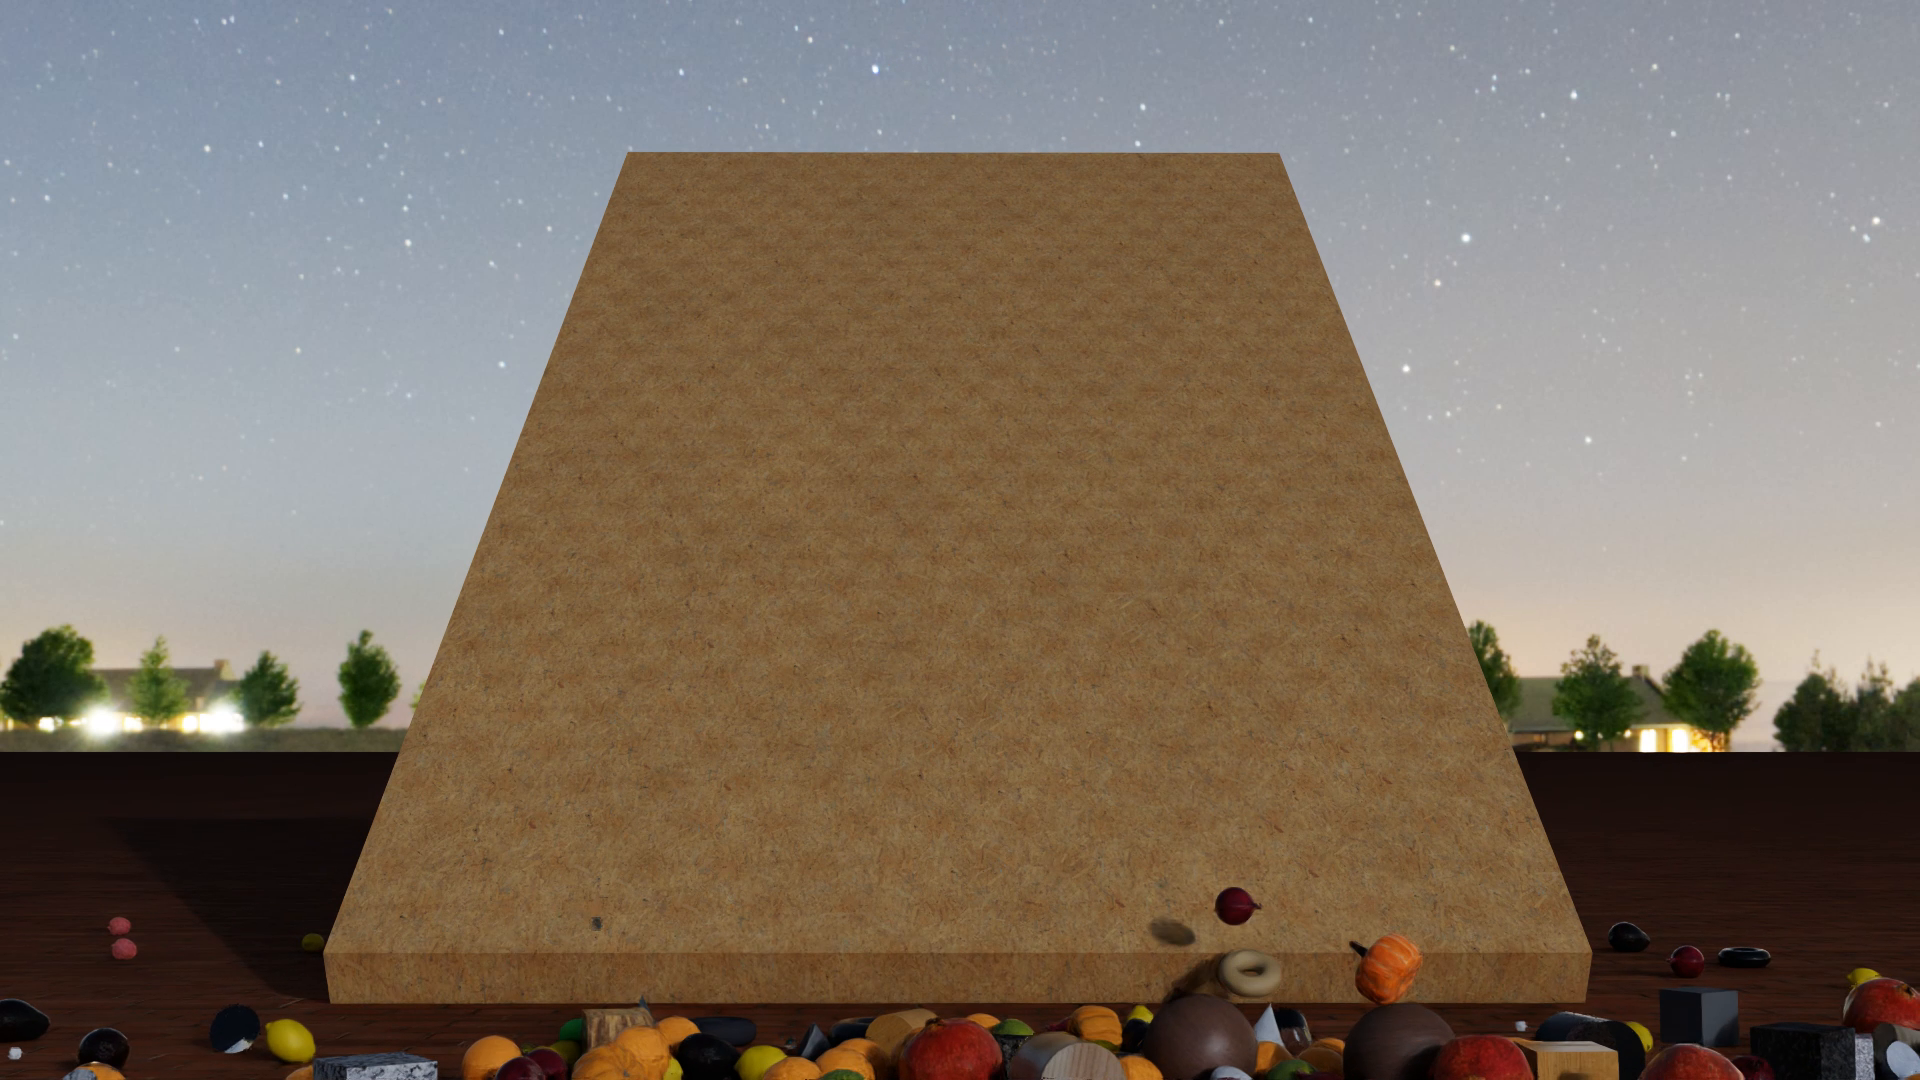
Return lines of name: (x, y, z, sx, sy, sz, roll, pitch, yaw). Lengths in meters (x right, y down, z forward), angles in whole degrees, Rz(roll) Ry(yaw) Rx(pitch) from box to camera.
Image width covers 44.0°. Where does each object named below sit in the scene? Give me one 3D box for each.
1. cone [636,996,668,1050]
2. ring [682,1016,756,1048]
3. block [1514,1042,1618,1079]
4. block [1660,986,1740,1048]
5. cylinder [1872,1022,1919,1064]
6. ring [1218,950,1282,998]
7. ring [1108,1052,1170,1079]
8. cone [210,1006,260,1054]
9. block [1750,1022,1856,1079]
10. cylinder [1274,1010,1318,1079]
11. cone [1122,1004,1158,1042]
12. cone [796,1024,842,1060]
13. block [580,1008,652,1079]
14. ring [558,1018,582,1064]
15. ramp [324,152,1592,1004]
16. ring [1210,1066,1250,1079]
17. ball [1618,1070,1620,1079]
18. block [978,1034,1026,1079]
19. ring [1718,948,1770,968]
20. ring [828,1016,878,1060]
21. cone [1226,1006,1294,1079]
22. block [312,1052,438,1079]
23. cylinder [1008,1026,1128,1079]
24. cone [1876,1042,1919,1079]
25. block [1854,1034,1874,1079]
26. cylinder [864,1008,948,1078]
cone: (-0.434, 0.657, 3.244, 0.071, 0.071, 0.071, 0, -5, 0)
ring: (-0.333, 0.678, 3.277, 0.104, 0.035, 0.104, 0, -6, 0)
block: (0.652, 0.589, 2.557, 0.087, 0.087, 0.087, 0, -5, -3)
block: (1.022, 0.659, 3.285, 0.073, 0.073, 0.073, 3, -6, -32)
cylinder: (1.178, 0.636, 2.976, 0.052, 0.052, 0.052, 16, -9, -15)
ring: (0.449, 0.670, 3.677, 0.099, 0.033, 0.099, 1, 28, -1)
ring: (0.178, 0.630, 2.787, 0.137, 0.046, 0.137, -1, -4, 0)
cone: (-0.976, 0.676, 3.226, 0.067, 0.067, 0.067, 0, -31, -1)
block: (0.975, 0.607, 2.749, 0.085, 0.085, 0.085, 5, -7, -44)
cylinder: (0.406, 0.623, 2.937, 0.060, 0.060, 0.060, 1, 32, -7)
cone: (0.253, 0.674, 3.331, 0.051, 0.051, 0.051, 0, -5, 0)
cone: (-0.179, 0.669, 3.116, 0.054, 0.054, 0.054, 28, -9, -7)
block: (-0.426, 0.627, 2.951, 0.080, 0.080, 0.080, 1, -5, -14)
ring: (-0.468, 0.639, 3.020, 0.087, 0.029, 0.087, 9, -44, 9)
ramp: (-0.011, -0.225, 5.543, 2.000, 0.100, 4.000, 0, 27, 0)
ring: (0.305, 0.606, 2.595, 0.077, 0.026, 0.077, 35, 18, -13)
ball: (0.692, 0.599, 2.643, 0.082, 0.082, 0.082, 0, -5, 0)
block: (0.055, 0.639, 2.931, 0.052, 0.052, 0.052, -2, -5, 21)
ring: (1.464, 0.780, 4.437, 0.094, 0.031, 0.094, 0, -4, 0)
ring: (-0.105, 0.660, 3.148, 0.143, 0.048, 0.143, 1, -6, 0)
cone: (0.369, 0.607, 2.882, 0.089, 0.089, 0.089, 10, -13, 2)
block: (-0.590, 0.572, 2.396, 0.094, 0.094, 0.094, 3, -6, -35)
cylinder: (0.115, 0.582, 2.542, 0.099, 0.099, 0.099, 2, 2, -21)
cone: (1.143, 0.652, 2.922, 0.054, 0.054, 0.054, 2, -32, -26)
block: (1.091, 0.637, 2.918, 0.055, 0.055, 0.055, -2, -5, 17)
cylinder: (-0.068, 0.631, 2.988, 0.077, 0.077, 0.077, -3, -6, 28)
